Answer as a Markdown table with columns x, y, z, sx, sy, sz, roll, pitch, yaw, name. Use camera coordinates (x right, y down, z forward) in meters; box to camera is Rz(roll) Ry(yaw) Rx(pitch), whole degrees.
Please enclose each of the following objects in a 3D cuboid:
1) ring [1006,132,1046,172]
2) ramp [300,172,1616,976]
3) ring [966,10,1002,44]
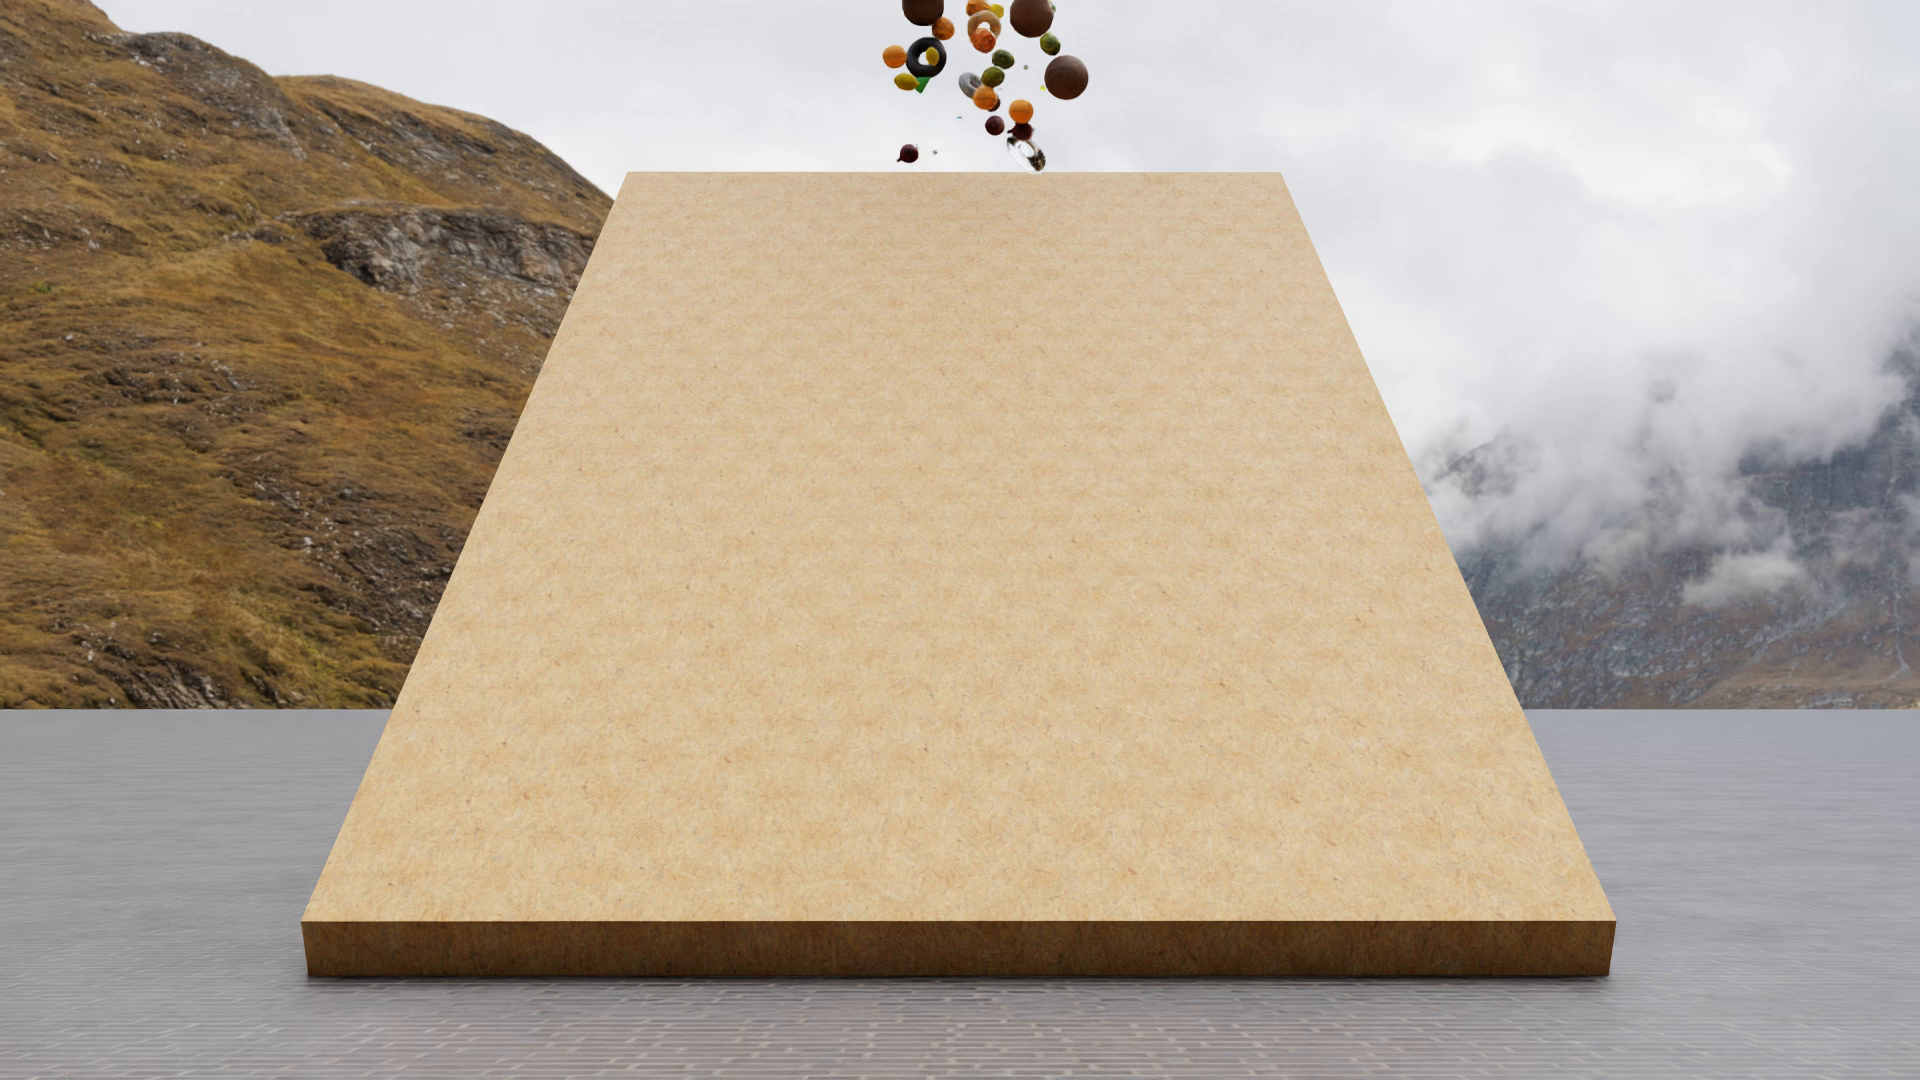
| x | y | z | sx | sy | sz | roll | pitch | yaw | name |
| --- | --- | --- | --- | --- | --- | --- | --- | --- | --- |
| 0.198 | -1.162 | 7.017 | 0.145 | 0.048 | 0.145 | 43 | -11 | 10 | ring |
| -0.009 | -0.229 | 5.394 | 2.000 | 0.100 | 4.000 | 0 | 25 | 0 | ramp |
| 0.072 | -1.515 | 6.934 | 0.103 | 0.103 | 0.034 | 0 | 32 | -4 | ring |
